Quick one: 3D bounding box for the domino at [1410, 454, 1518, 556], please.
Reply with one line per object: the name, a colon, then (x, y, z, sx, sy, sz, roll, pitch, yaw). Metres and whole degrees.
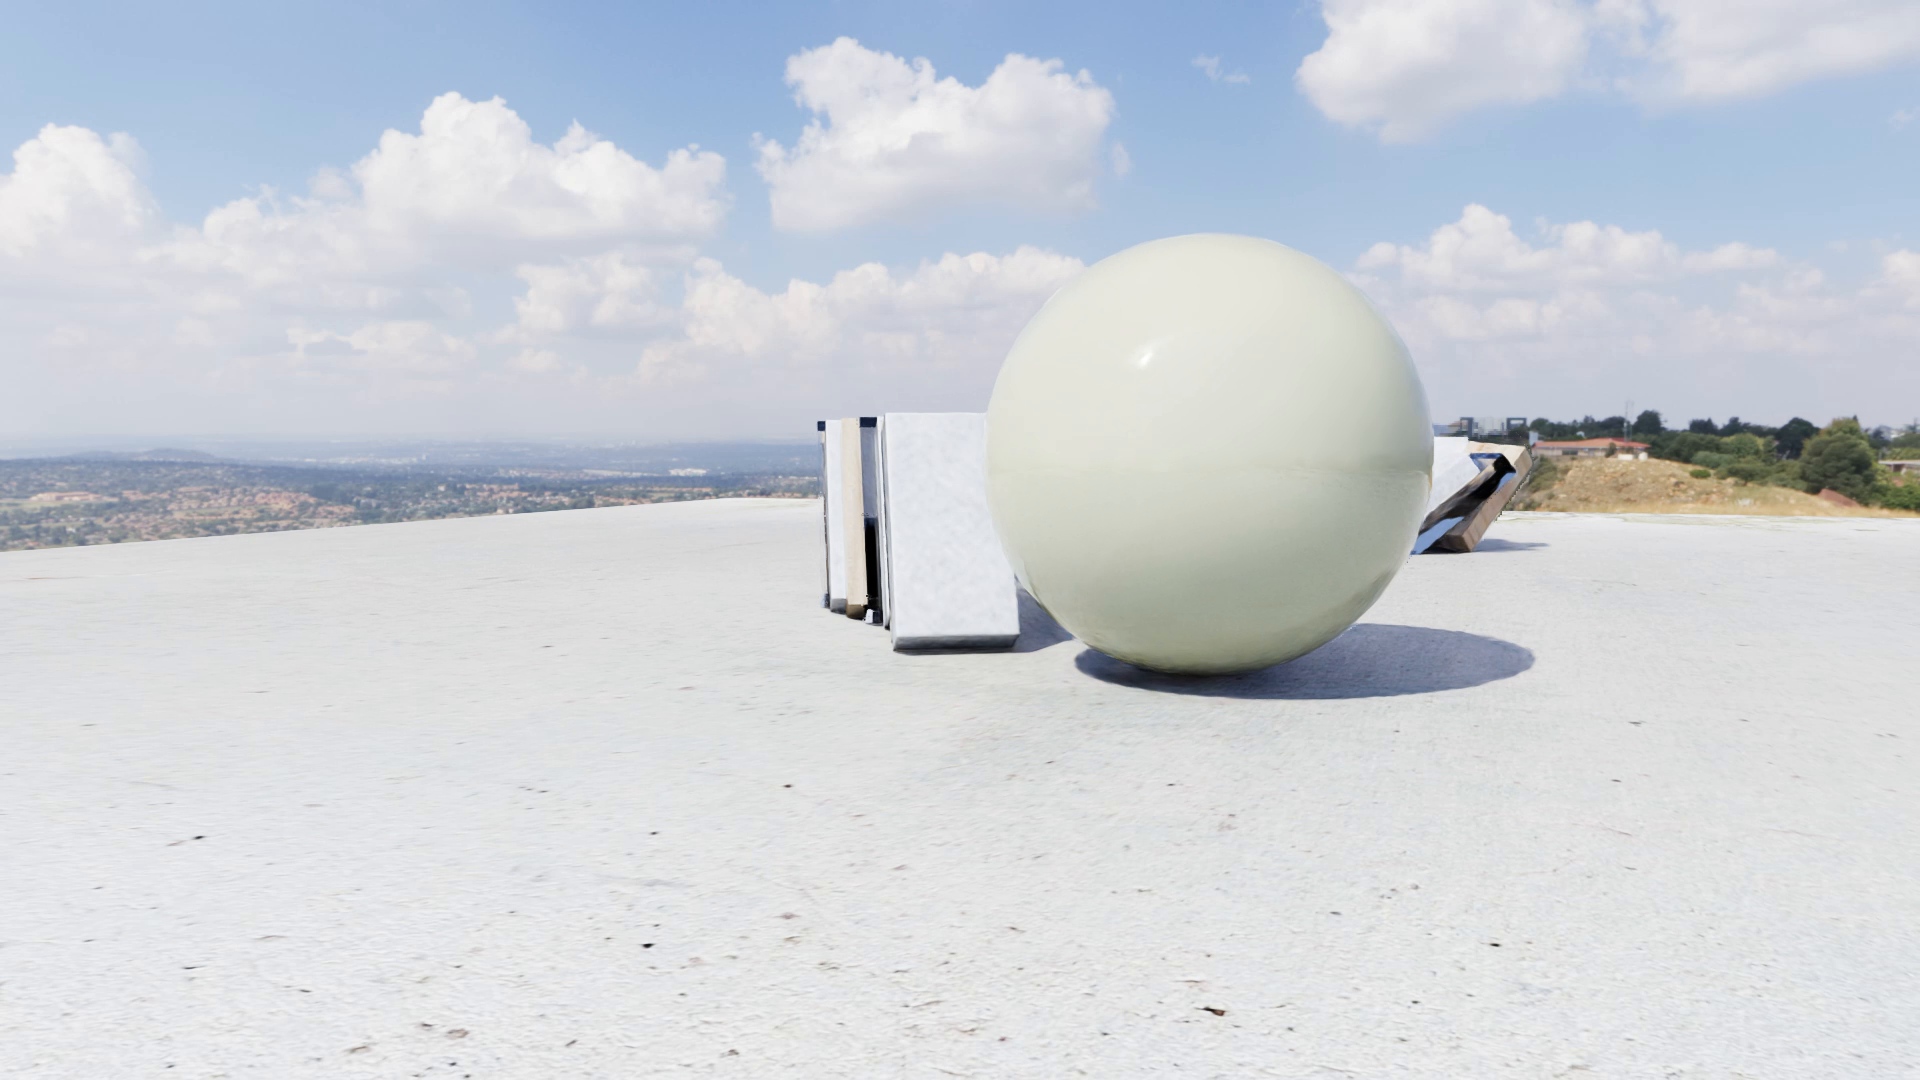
domino: (0.190, -0.014, 0.503, 0.050, 0.010, 0.025, -39, 7, -2)

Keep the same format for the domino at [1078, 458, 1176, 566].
domino: (0.055, -0.011, 0.469, 0.025, 0.010, 0.050, 5, 43, 48)

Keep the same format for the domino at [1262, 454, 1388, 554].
domino: (0.142, -0.014, 0.506, 0.050, 0.009, 0.025, -38, 3, 3)

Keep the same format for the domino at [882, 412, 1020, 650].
domino: (-0.003, -0.002, 0.271, 0.025, 0.050, 0.009, -1, -22, -9)

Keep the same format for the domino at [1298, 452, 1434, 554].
domino: (0.159, -0.015, 0.504, 0.050, 0.010, 0.025, -39, 5, 3)

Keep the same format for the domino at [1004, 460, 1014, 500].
domino: (-0.001, -0.006, 0.404, 0.025, 0.009, 0.050, 1, 41, 18)

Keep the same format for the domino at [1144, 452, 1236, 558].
domino: (0.081, -0.014, 0.489, 0.025, 0.009, 0.050, 3, 43, 48)

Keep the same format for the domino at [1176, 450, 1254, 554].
domino: (0.091, -0.015, 0.504, 0.050, 0.010, 0.025, -47, 26, -27)

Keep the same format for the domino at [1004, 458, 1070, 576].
domino: (0.016, -0.009, 0.434, 0.025, 0.009, 0.050, 2, 41, 28)

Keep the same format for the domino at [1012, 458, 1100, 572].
domino: (0.027, -0.010, 0.447, 0.025, 0.010, 0.050, 2, 41, 33)

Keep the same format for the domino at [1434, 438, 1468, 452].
domino: (0.200, -0.021, 0.540, 0.025, 0.050, 0.009, 1, -34, 18)

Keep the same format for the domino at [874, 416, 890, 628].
domino: (-0.006, -0.005, 0.302, 0.025, 0.050, 0.010, -1, -22, -9)

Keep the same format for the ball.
ball: (0.044, -0.015, 0.234, 0.080, 0.080, 0.080, 0, 4, 0)

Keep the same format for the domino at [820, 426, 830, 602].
domino: (-0.025, -0.008, 0.356, 0.025, 0.050, 0.010, -1, -28, -9)

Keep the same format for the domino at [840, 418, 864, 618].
domino: (-0.017, -0.006, 0.322, 0.025, 0.050, 0.009, -1, -22, -9)

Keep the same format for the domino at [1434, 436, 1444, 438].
domino: (0.199, -0.022, 0.555, 0.025, 0.050, 0.010, 0, -32, 6)

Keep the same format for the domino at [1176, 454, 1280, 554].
domino: (0.103, -0.015, 0.513, 0.050, 0.009, 0.025, -45, 26, -23)

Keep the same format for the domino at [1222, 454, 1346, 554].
domino: (0.126, -0.015, 0.508, 0.050, 0.009, 0.025, -38, 4, 1)

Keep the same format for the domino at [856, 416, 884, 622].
domino: (-0.011, -0.005, 0.312, 0.025, 0.050, 0.009, -1, -22, -9)

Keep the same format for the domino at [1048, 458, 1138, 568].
domino: (0.040, -0.011, 0.459, 0.025, 0.009, 0.050, 4, 42, 41)

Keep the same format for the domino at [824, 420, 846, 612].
domino: (-0.022, -0.007, 0.333, 0.025, 0.050, 0.009, -1, -23, -9)

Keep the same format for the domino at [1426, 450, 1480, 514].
domino: (0.176, -0.015, 0.503, 0.050, 0.010, 0.025, -39, 7, 2)

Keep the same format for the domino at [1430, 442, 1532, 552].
domino: (0.206, -0.018, 0.518, 0.050, 0.009, 0.025, -49, 32, -18)

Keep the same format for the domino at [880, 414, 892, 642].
domino: (-0.003, -0.003, 0.281, 0.025, 0.050, 0.009, -1, -22, -9)

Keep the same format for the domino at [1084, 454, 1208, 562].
domino: (0.069, -0.013, 0.479, 0.025, 0.010, 0.050, 5, 45, 48)

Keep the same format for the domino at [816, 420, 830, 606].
domino: (-0.025, -0.008, 0.343, 0.025, 0.050, 0.009, -1, -23, -9)

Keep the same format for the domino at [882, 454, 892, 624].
domino: (-0.004, -0.004, 0.292, 0.025, 0.050, 0.009, -1, -22, -9)

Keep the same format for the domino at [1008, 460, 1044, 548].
domino: (0.008, -0.008, 0.419, 0.025, 0.009, 0.050, 2, 41, 24)
